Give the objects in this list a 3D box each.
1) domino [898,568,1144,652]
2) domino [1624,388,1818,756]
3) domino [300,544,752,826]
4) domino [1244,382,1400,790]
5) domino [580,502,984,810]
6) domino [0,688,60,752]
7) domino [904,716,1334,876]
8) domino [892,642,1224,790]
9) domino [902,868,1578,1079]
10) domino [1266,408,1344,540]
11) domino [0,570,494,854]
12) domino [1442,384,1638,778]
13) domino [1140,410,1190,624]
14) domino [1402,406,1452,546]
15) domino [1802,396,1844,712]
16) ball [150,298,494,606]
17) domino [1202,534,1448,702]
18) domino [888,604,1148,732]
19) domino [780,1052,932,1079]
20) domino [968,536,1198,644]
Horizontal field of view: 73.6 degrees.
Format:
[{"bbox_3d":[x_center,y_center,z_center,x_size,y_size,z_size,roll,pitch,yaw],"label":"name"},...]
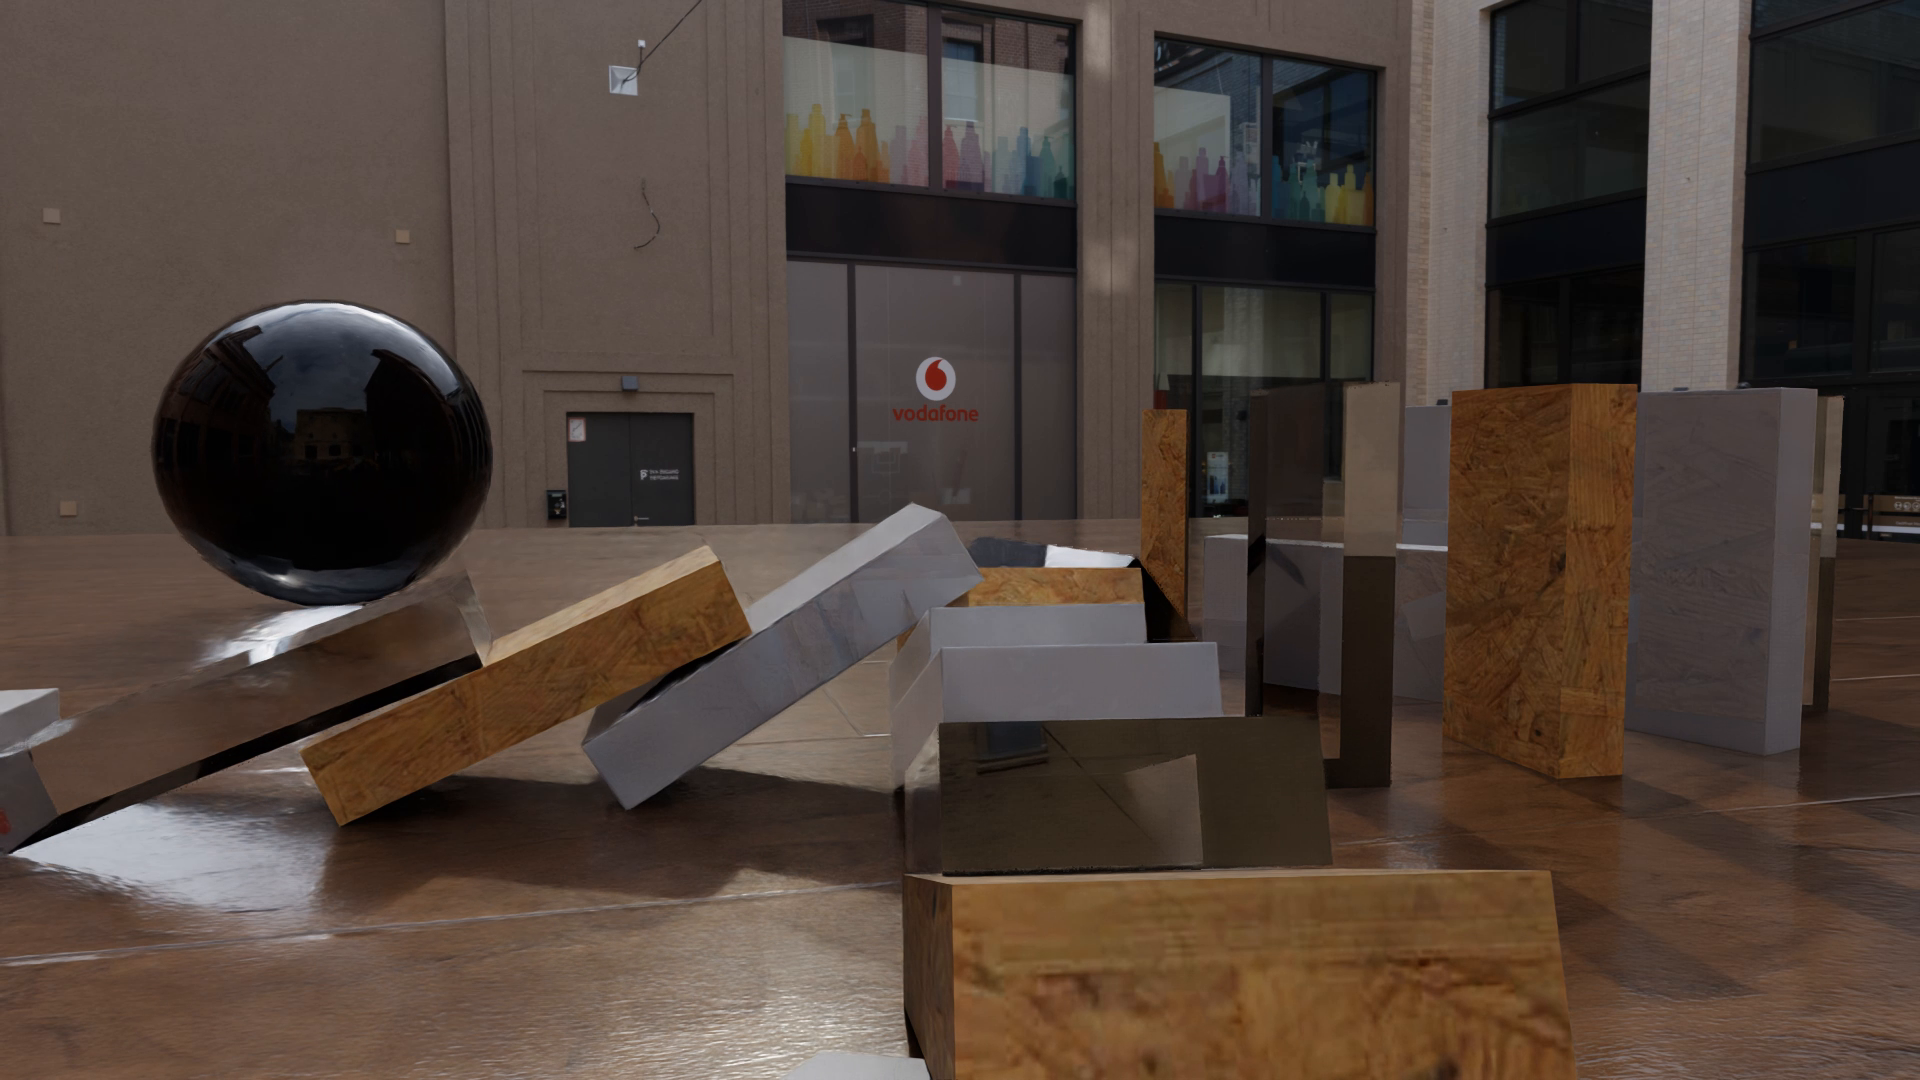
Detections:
[{"bbox_3d":[0.007,0.015,0.198,0.025,0.009,0.050,1,-15,-14],"label":"domino"},{"bbox_3d":[0.107,0.004,0.186,0.010,0.050,0.025,-3,5,-32],"label":"domino"},{"bbox_3d":[-0.052,0.016,0.159,0.050,0.009,0.025,-25,10,-11],"label":"domino"},{"bbox_3d":[0.047,0.005,0.169,0.009,0.050,0.025,-1,4,-8],"label":"domino"},{"bbox_3d":[-0.023,0.013,0.163,0.050,0.010,0.025,-33,10,-7],"label":"domino"},{"bbox_3d":[-0.128,0.027,0.147,0.025,0.010,0.050,-1,4,-15],"label":"domino"},{"bbox_3d":[0.009,0.022,0.106,0.025,0.009,0.050,0,-14,-5],"label":"domino"},{"bbox_3d":[0.007,0.020,0.136,0.025,0.010,0.050,0,-14,-8],"label":"domino"},{"bbox_3d":[0.010,0.024,0.075,0.025,0.009,0.050,0,-14,-5],"label":"domino"},{"bbox_3d":[0.076,-0.004,0.283,0.009,0.050,0.025,3,5,31],"label":"domino"},{"bbox_3d":[-0.082,0.018,0.150,0.050,0.010,0.025,-22,10,-15],"label":"domino"},{"bbox_3d":[0.078,0.004,0.175,0.009,0.050,0.025,-1,4,-13],"label":"domino"},{"bbox_3d":[0.047,-0.005,0.295,0.009,0.050,0.025,1,4,12],"label":"domino"},{"bbox_3d":[0.101,-0.002,0.264,0.009,0.050,0.025,4,6,44],"label":"domino"},{"bbox_3d":[0.127,0.002,0.209,0.025,0.050,0.010,1,4,12],"label":"domino"},{"bbox_3d":[-0.164,-0.023,0.335,0.080,0.080,0.080,0,4,0],"label":"ball"},{"bbox_3d":[0.067,0.013,0.230,0.009,0.025,0.050,-4,6,-45],"label":"domino"},{"bbox_3d":[0.005,0.018,0.169,0.025,0.010,0.050,-1,-13,-9],"label":"domino"},{"bbox_3d":[0.001,0.027,0.044,0.025,0.009,0.050,1,-13,8],"label":"domino"},{"bbox_3d":[0.020,0.013,0.224,0.009,0.025,0.050,-46,23,-18],"label":"domino"}]
